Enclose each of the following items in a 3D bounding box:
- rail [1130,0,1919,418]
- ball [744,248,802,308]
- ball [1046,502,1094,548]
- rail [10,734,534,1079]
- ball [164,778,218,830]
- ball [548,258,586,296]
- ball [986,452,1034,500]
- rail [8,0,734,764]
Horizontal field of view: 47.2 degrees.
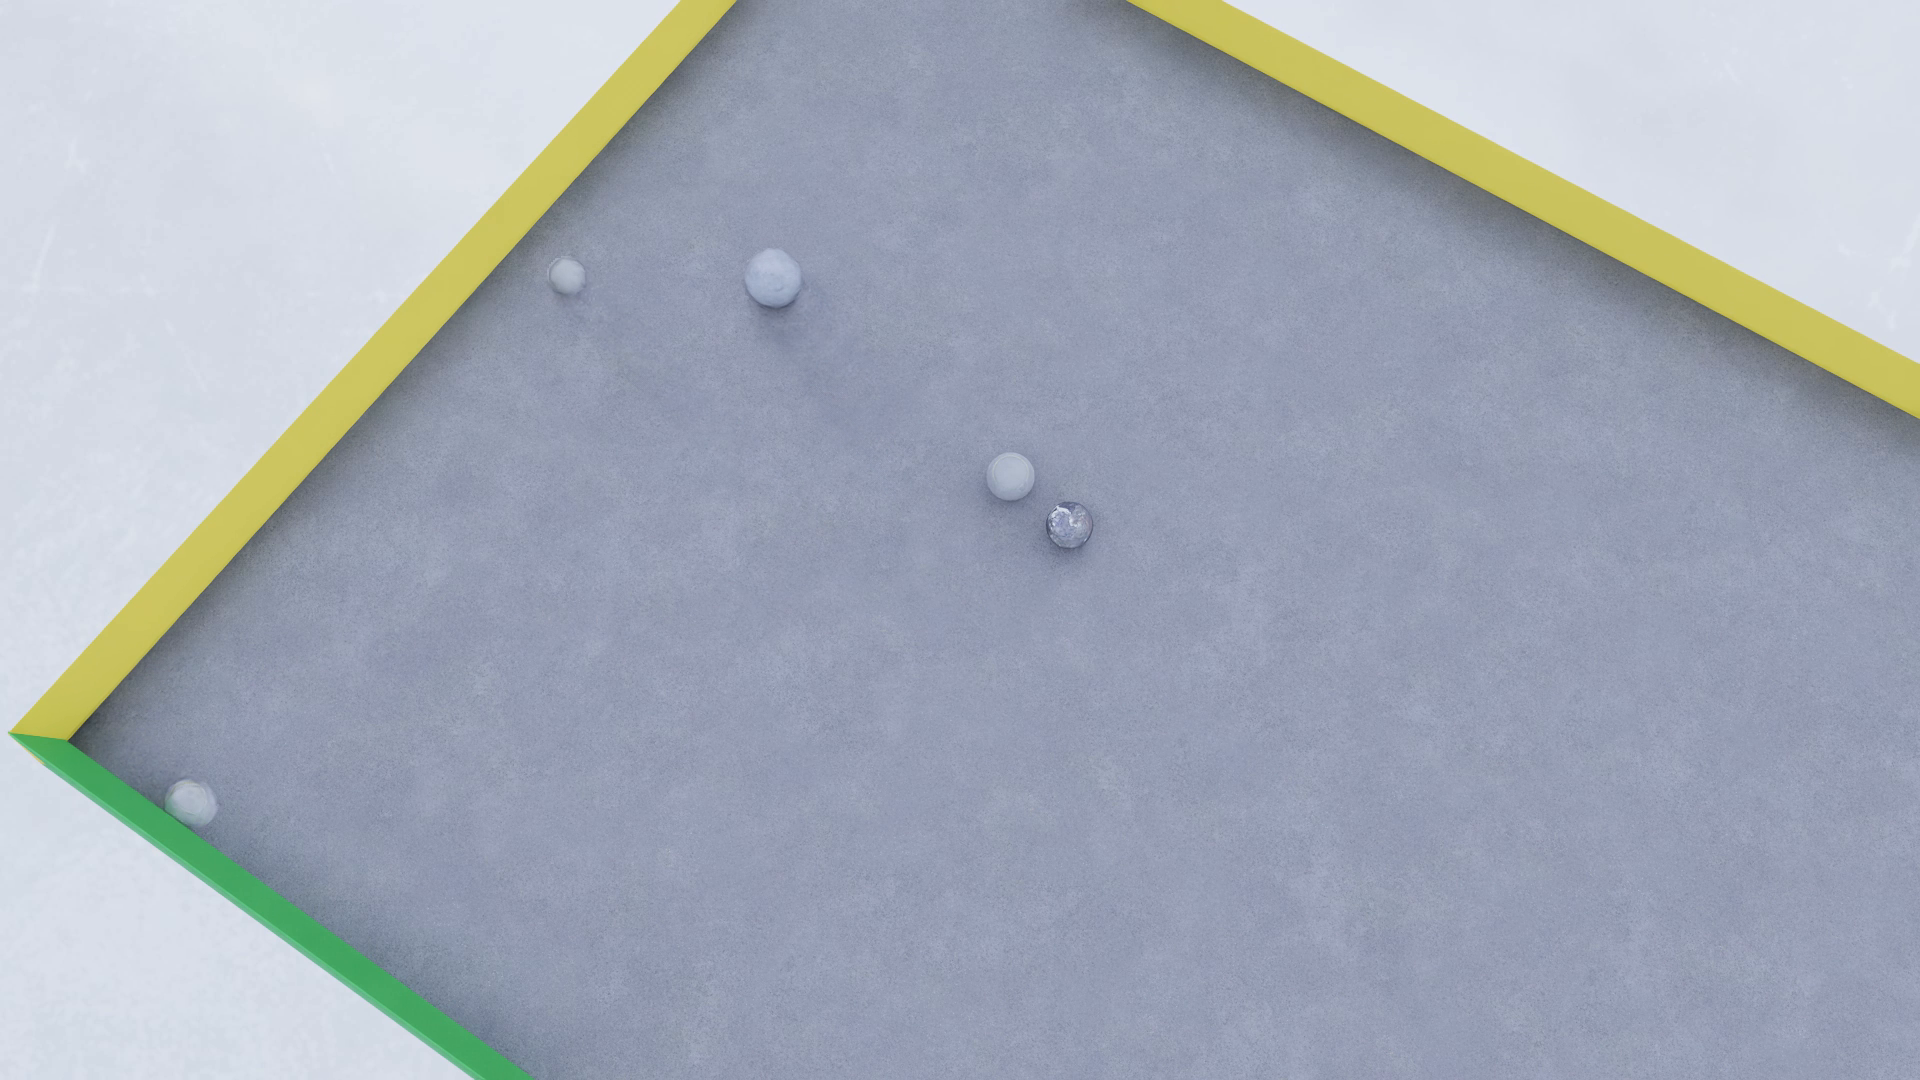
[{"bbox_3d":[1.433,-0.326,3.703,3.966,0.130,0.045,31,68,14],"label":"rail"},{"bbox_3d":[-0.320,-0.450,3.780,0.100,0.100,0.100,0,65,0],"label":"ball"},{"bbox_3d":[0.179,-0.024,3.590,0.078,0.078,0.078,0,65,0],"label":"ball"},{"bbox_3d":[0.209,1.307,2.925,3.966,0.130,0.045,31,68,14],"label":"rail"},{"bbox_3d":[-1.184,0.407,3.384,0.079,0.079,0.079,0,65,0],"label":"ball"},{"bbox_3d":[-0.679,-0.455,3.803,0.064,0.064,0.064,0,65,0],"label":"ball"},{"bbox_3d":[0.083,-0.105,3.627,0.080,0.080,0.080,0,65,0],"label":"ball"},{"bbox_3d":[-0.802,-0.501,3.787,0.045,0.130,2.231,31,68,14],"label":"rail"}]
